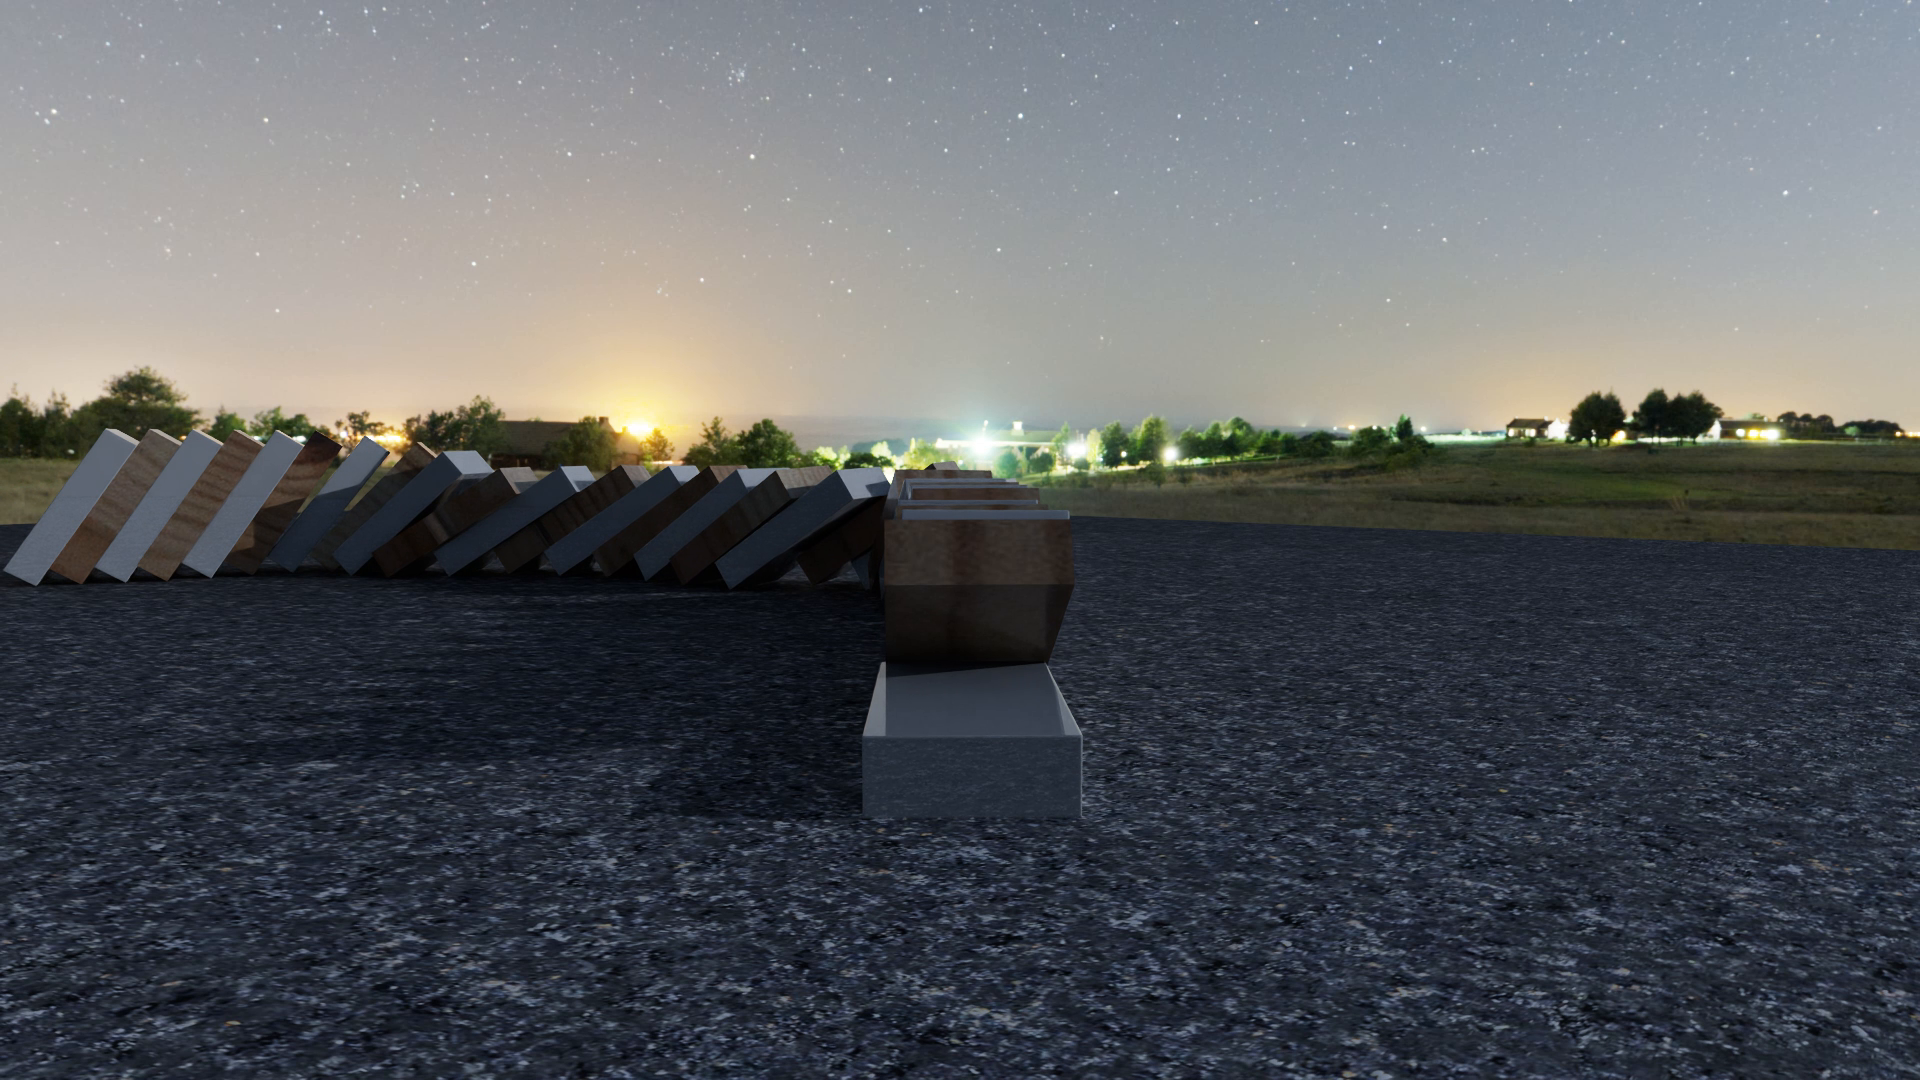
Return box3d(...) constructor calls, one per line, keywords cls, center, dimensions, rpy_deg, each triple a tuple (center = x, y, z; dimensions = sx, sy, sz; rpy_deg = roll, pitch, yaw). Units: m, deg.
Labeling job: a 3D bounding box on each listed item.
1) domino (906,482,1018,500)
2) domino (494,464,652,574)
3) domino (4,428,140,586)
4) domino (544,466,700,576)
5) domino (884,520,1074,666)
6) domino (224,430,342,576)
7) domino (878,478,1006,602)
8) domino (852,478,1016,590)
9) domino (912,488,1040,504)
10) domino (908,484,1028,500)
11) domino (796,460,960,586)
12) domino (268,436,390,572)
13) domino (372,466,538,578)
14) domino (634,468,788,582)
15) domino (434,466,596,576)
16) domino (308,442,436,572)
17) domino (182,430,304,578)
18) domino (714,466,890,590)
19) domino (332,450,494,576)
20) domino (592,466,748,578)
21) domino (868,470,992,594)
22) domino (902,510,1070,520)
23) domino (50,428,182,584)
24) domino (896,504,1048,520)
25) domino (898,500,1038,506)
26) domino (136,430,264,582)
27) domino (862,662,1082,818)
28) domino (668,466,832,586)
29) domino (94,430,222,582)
box3d(cls="domino", center=(-0.002, 0.002, 0.310), dimensions=(0.025, 0.010, 0.050), rpy_deg=(-1, -27, -10))
box3d(cls="domino", center=(-0.126, -0.007, 0.422), dimensions=(0.050, 0.010, 0.025), rpy_deg=(-33, 1, 4))
box3d(cls="domino", center=(-0.273, -0.011, 0.397), dimensions=(0.009, 0.050, 0.025), rpy_deg=(35, -11, -24))
box3d(cls="domino", center=(-0.108, -0.007, 0.419), dimensions=(0.050, 0.010, 0.025), rpy_deg=(-33, -1, 8))
box3d(cls="domino", center=(0.001, 0.012, 0.193), dimensions=(0.025, 0.010, 0.050), rpy_deg=(0, -24, -3))
box3d(cls="domino", center=(-0.225, -0.013, 0.428), dimensions=(0.010, 0.050, 0.025), rpy_deg=(35, -11, -24))
box3d(cls="domino", center=(-0.005, 0.001, 0.328), dimensions=(0.025, 0.009, 0.050), rpy_deg=(-1, -27, -12))
box3d(cls="domino", center=(-0.005, -0.002, 0.379), dimensions=(0.050, 0.009, 0.025), rpy_deg=(-28, -2, 13))
box3d(cls="domino", center=(0.001, 0.005, 0.272), dimensions=(0.025, 0.010, 0.050), rpy_deg=(0, -27, -6))
box3d(cls="domino", center=(0.000, 0.004, 0.291), dimensions=(0.025, 0.009, 0.050), rpy_deg=(-1, -27, -8))
box3d(cls="domino", center=(-0.022, -0.005, 0.379), dimensions=(0.050, 0.009, 0.025), rpy_deg=(-34, -4, 15))
box3d(cls="domino", center=(-0.215, -0.013, 0.437), dimensions=(0.009, 0.050, 0.025), rpy_deg=(39, -13, -23))
box3d(cls="domino", center=(-0.163, -0.006, 0.418), dimensions=(0.050, 0.010, 0.025), rpy_deg=(-32, 2, 4))
box3d(cls="domino", center=(-0.075, -0.005, 0.397), dimensions=(0.050, 0.010, 0.025), rpy_deg=(-35, -14, 28))
box3d(cls="domino", center=(-0.144, -0.007, 0.420), dimensions=(0.050, 0.010, 0.025), rpy_deg=(-33, 2, 4))
box3d(cls="domino", center=(-0.199, -0.012, 0.439), dimensions=(0.009, 0.050, 0.025), rpy_deg=(44, -10, -17))
box3d(cls="domino", center=(-0.234, -0.012, 0.420), dimensions=(0.010, 0.050, 0.025), rpy_deg=(35, -11, -24))
box3d(cls="domino", center=(-0.045, -0.003, 0.375), dimensions=(0.050, 0.009, 0.025), rpy_deg=(-35, -10, 24))
box3d(cls="domino", center=(-0.180, -0.009, 0.423), dimensions=(0.050, 0.009, 0.025), rpy_deg=(-41, 2, 5))
box3d(cls="domino", center=(-0.091, -0.006, 0.411), dimensions=(0.050, 0.009, 0.025), rpy_deg=(-34, -6, 16))
box3d(cls="domino", center=(-0.009, -0.001, 0.345), dimensions=(0.025, 0.010, 0.050), rpy_deg=(0, -30, -13))
box3d(cls="domino", center=(0.002, 0.010, 0.212), dimensions=(0.025, 0.010, 0.050), rpy_deg=(0, -25, -4))
box3d(cls="domino", center=(-0.263, -0.011, 0.402), dimensions=(0.009, 0.050, 0.025), rpy_deg=(35, -11, -24))
box3d(cls="domino", center=(0.001, 0.009, 0.232), dimensions=(0.025, 0.009, 0.050), rpy_deg=(-1, -24, -2))
box3d(cls="domino", center=(0.001, 0.007, 0.252), dimensions=(0.025, 0.009, 0.050), rpy_deg=(0, -24, -3))
box3d(cls="domino", center=(-0.242, -0.012, 0.411), dimensions=(0.010, 0.050, 0.025), rpy_deg=(35, -11, -24))
box3d(cls="domino", center=(0.001, 0.025, 0.171), dimensions=(0.025, 0.009, 0.050), rpy_deg=(0, 4, -1))
box3d(cls="domino", center=(-0.061, -0.004, 0.383), dimensions=(0.050, 0.009, 0.025), rpy_deg=(-35, -12, 29))
box3d(cls="domino", center=(-0.252, -0.011, 0.406), dimensions=(0.009, 0.050, 0.025), rpy_deg=(35, -11, -24))
